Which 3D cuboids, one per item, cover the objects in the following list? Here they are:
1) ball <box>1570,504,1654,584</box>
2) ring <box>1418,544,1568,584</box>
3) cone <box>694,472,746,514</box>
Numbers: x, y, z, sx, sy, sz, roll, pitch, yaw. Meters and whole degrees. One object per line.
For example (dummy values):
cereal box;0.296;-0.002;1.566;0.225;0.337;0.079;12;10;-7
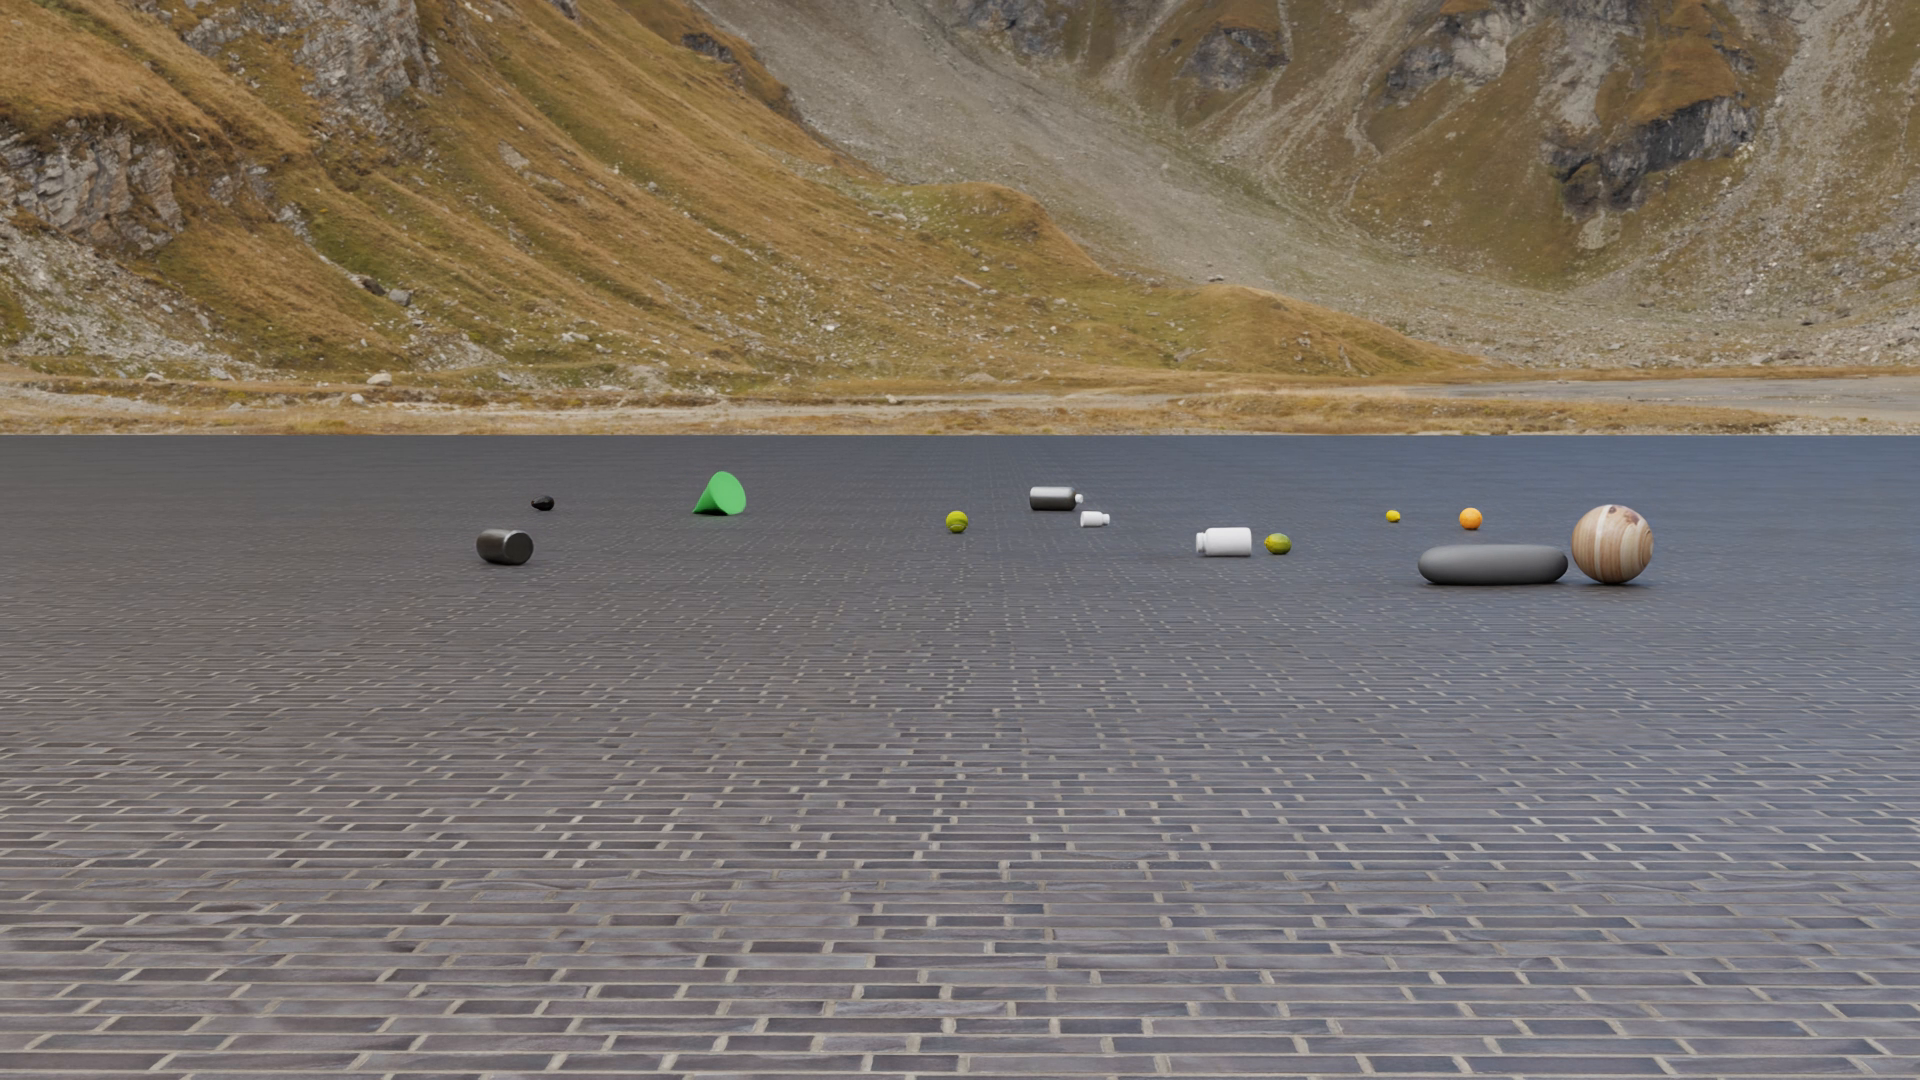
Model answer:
ball;1.501;0.010;5.062;0.184;0.184;0.184;0;4;0
ring;1.237;0.057;5.100;0.374;0.087;0.171;0;2;-14
cone;-0.901;-0.133;7.923;0.188;0.165;0.180;-26;-14;33
